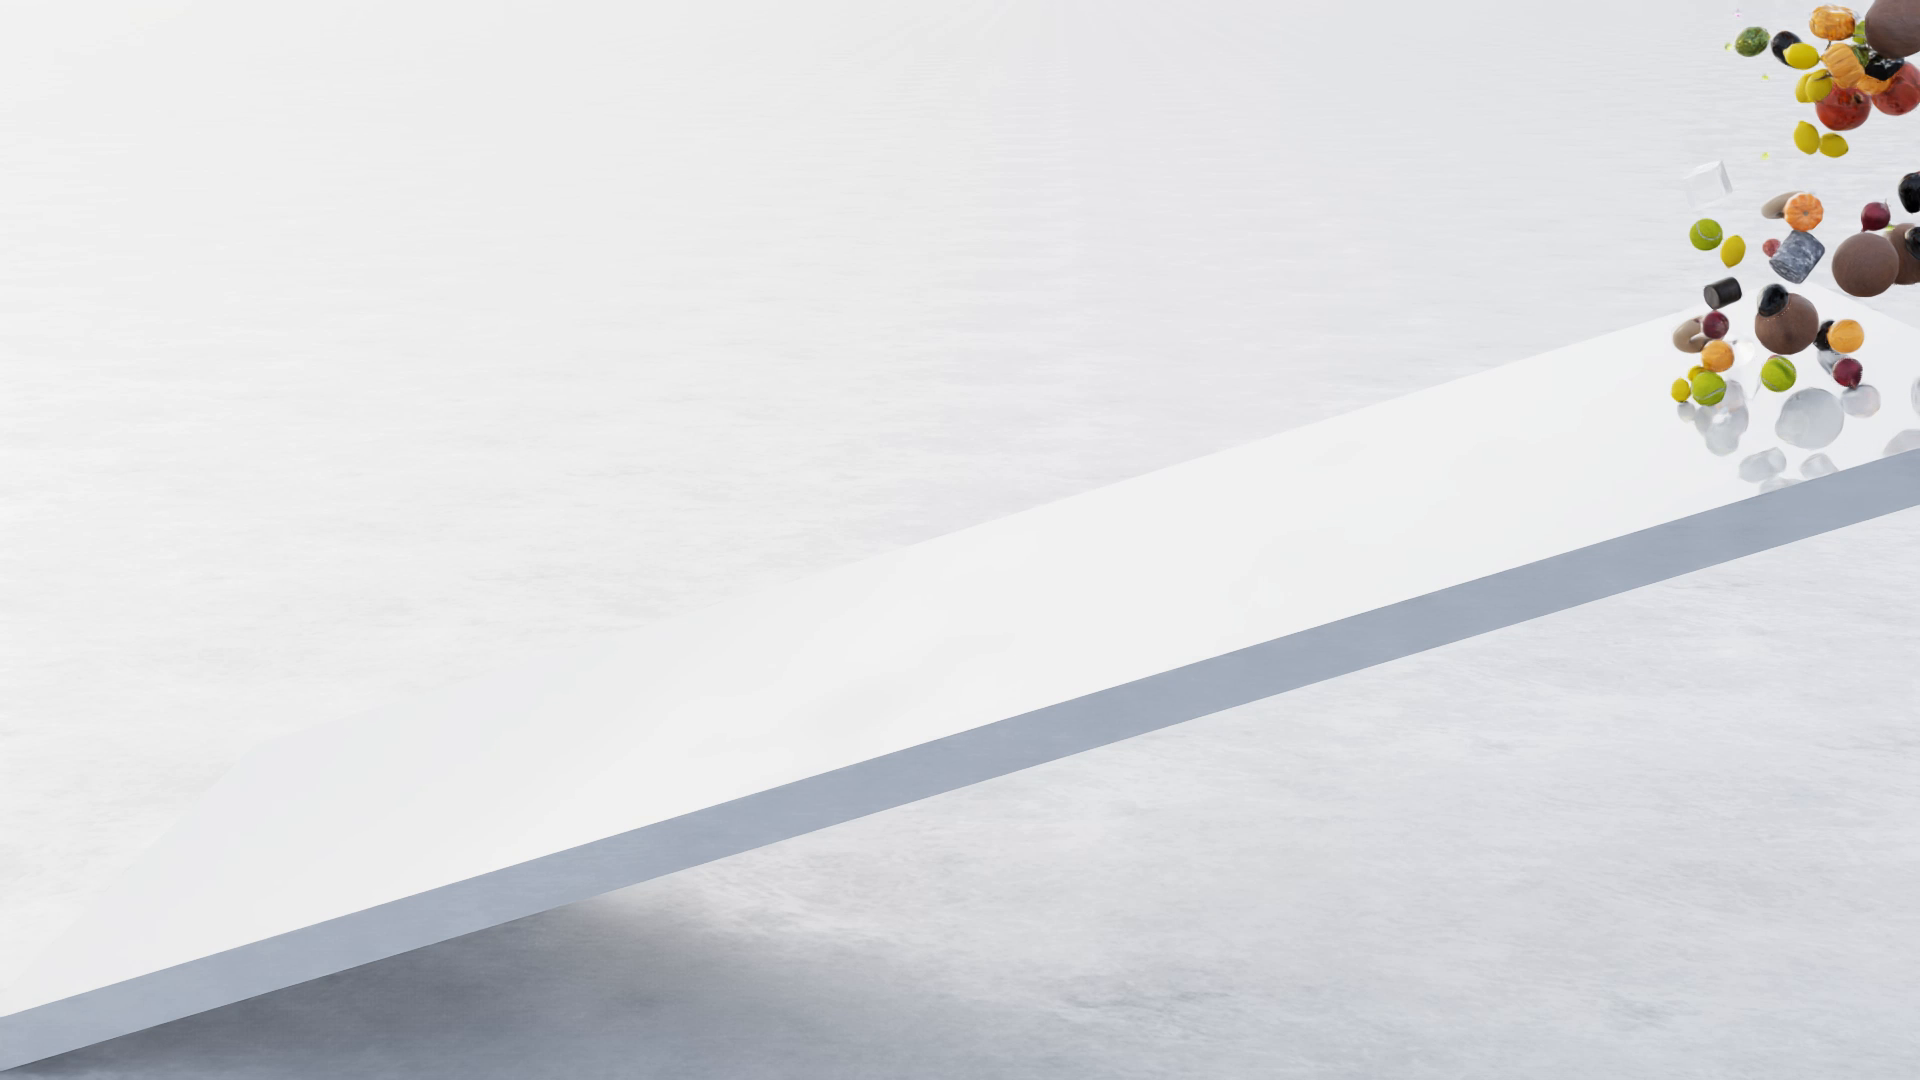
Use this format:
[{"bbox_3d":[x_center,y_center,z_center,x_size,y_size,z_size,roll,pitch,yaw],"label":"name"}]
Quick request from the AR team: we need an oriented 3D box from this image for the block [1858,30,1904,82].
[{"bbox_3d":[1.832,-0.961,5.846,0.061,0.061,0.061,19,-30,-12],"label":"block"}]

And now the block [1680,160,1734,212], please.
[{"bbox_3d":[1.516,-0.719,5.969,0.072,0.072,0.072,-15,16,31],"label":"block"}]

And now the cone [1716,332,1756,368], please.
[{"bbox_3d":[1.651,-0.416,6.266,0.080,0.080,0.080,4,-10,18],"label":"cone"}]

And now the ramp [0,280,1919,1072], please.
[{"bbox_3d":[0.098,0.184,6.313,4.000,0.100,2.000,-17,10,5],"label":"ramp"}]

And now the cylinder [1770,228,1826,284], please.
[{"bbox_3d":[1.666,-0.564,5.851,0.078,0.078,0.078,37,-7,5],"label":"cylinder"}]

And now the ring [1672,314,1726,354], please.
[{"bbox_3d":[1.576,-0.439,6.272,0.115,0.038,0.115,-6,-31,-4],"label":"ring"}]

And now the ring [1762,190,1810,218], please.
[{"bbox_3d":[1.652,-0.670,5.887,0.098,0.033,0.098,-14,-11,-3],"label":"ring"}]
